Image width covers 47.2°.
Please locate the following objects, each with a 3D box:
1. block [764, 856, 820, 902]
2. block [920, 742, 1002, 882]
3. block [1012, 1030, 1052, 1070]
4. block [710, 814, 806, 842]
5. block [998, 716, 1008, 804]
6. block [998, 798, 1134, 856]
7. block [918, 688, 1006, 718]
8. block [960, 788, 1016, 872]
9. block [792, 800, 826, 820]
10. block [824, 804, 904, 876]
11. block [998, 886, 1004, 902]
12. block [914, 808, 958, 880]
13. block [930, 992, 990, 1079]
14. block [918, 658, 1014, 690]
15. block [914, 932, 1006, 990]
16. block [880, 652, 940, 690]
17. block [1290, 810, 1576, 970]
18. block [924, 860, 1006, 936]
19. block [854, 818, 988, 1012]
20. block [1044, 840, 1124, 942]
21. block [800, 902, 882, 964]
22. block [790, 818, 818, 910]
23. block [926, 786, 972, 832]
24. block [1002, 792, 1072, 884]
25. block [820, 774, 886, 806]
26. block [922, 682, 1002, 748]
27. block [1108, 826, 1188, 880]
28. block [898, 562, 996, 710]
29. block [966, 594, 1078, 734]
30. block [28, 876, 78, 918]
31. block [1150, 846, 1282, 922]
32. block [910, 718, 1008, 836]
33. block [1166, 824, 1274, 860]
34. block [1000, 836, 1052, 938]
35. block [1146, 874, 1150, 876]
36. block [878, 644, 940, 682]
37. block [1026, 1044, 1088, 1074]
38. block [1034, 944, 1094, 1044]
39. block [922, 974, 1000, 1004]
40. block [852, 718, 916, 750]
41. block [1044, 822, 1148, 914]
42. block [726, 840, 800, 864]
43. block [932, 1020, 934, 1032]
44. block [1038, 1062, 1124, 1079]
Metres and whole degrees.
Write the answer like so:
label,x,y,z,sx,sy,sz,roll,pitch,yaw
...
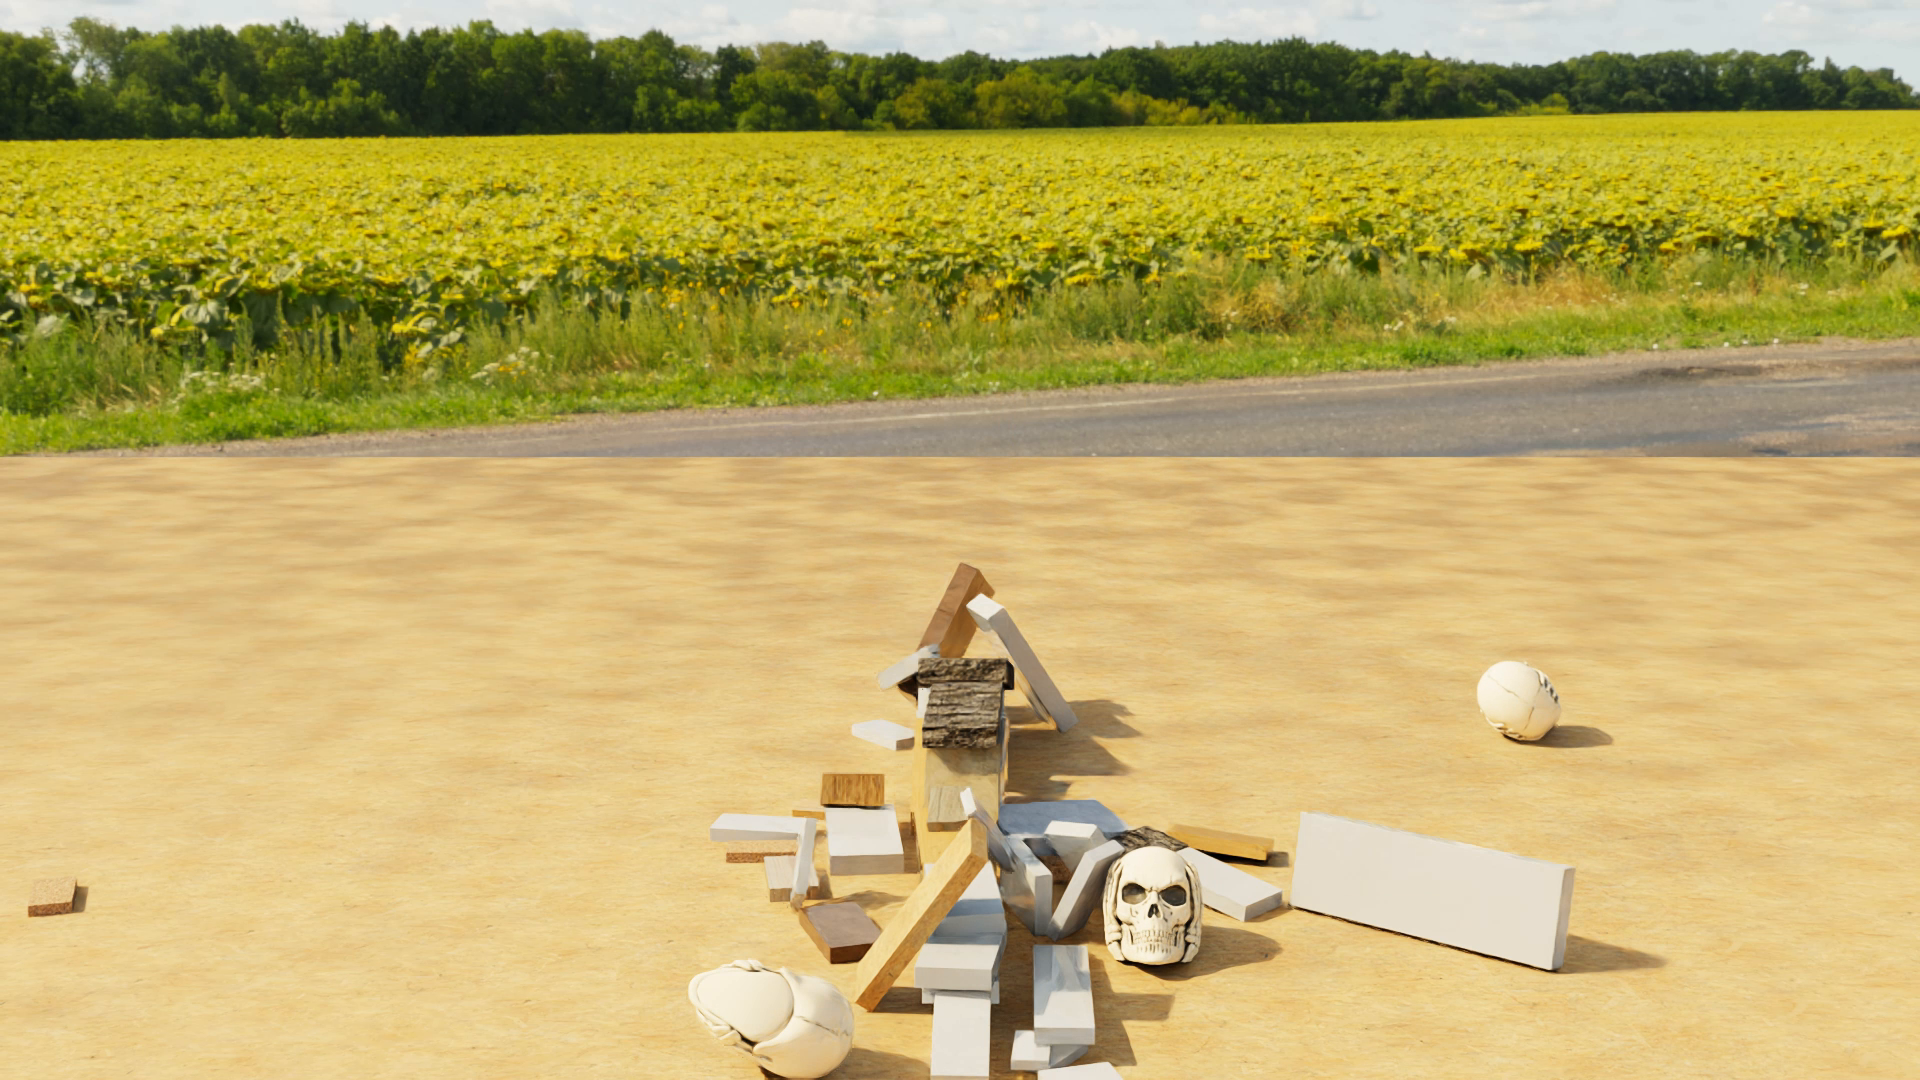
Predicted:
label,x,y,z,sx,sy,sz,roll,pitch,yaw
block,-0.285,0.570,3.711,0.082,0.023,0.165,-2,11,-8
block,0.002,0.465,3.701,0.126,0.251,0.036,1,-20,5
block,0.098,0.694,2.992,0.050,0.014,0.101,1,10,5
block,-0.354,0.522,3.965,0.175,0.025,0.088,2,11,10
block,0.011,0.433,3.846,0.126,0.251,0.036,2,-14,11
block,0.163,0.496,3.789,0.252,0.036,0.126,1,20,-33
block,0.002,0.397,4.344,0.175,0.050,0.351,0,24,0
block,0.045,0.466,3.531,0.019,0.133,0.067,-31,27,5
block,-0.248,0.504,4.085,0.115,0.016,0.058,2,11,13
block,-0.172,0.529,3.899,0.126,0.036,0.288,-1,11,-5
block,0.023,0.561,3.397,0.070,0.020,0.140,1,6,10
block,-0.013,0.494,3.490,0.101,0.029,0.287,-5,18,-3
block,0.002,0.676,2.980,0.077,0.022,0.154,1,33,1
block,0.015,0.274,4.466,0.175,0.050,0.351,0,-6,4
block,0.003,0.590,3.129,0.107,0.030,0.214,1,7,7
block,-0.104,0.277,4.619,0.128,0.018,0.064,-30,-8,14
block,0.737,0.547,3.467,0.453,0.153,0.043,8,2,38
block,0.006,0.529,3.261,0.101,0.029,0.203,-4,14,-4
block,-0.057,0.541,3.173,0.028,0.299,0.099,32,18,-12
block,0.196,0.551,3.451,0.023,0.165,0.082,37,29,26
block,-0.184,0.616,3.456,0.093,0.026,0.186,-4,11,-19
block,-0.256,0.529,3.597,0.019,0.134,0.067,11,-33,-7
block,-0.016,0.439,3.586,0.067,0.019,0.134,-3,18,3
block,0.135,0.516,3.828,0.126,0.036,0.252,11,17,-2
block,-0.195,0.458,4.025,0.115,0.058,0.016,0,-18,2
block,0.006,0.302,3.806,0.126,0.036,0.251,0,14,3
block,0.290,0.535,3.727,0.186,0.026,0.093,-13,25,-43
block,-0.028,0.215,4.753,0.043,0.307,0.153,22,-14,22
block,0.131,0.261,4.663,0.043,0.307,0.153,-36,18,-9
block,-1.497,0.588,3.629,0.067,0.019,0.133,-3,11,-18
block,0.422,0.567,3.632,0.199,0.028,0.099,20,23,41
block,0.001,0.441,4.121,0.175,0.050,0.351,0,24,1
block,0.457,0.529,3.858,0.175,0.025,0.088,7,3,16
block,0.106,0.558,3.562,0.029,0.101,0.203,-3,11,-14
block,0.318,0.547,3.833,0.088,0.025,0.309,-7,13,-35
block,-0.107,0.259,4.627,0.128,0.018,0.064,-31,-8,19
block,0.128,0.705,3.009,0.050,0.014,0.101,7,13,33
block,0.148,0.653,3.178,0.082,0.023,0.396,0,6,2
block,0.002,0.637,3.164,0.107,0.030,0.214,0,-4,1
block,-0.149,0.407,4.595,0.078,0.022,0.157,-8,13,-37
block,0.219,0.526,3.530,0.093,0.186,0.026,-1,43,42
block,-0.341,0.546,3.855,0.133,0.019,0.067,0,11,-2
block,0.000,0.695,3.042,0.077,0.022,0.154,0,11,0
block,0.179,0.731,2.833,0.099,0.028,0.199,-3,11,-16
